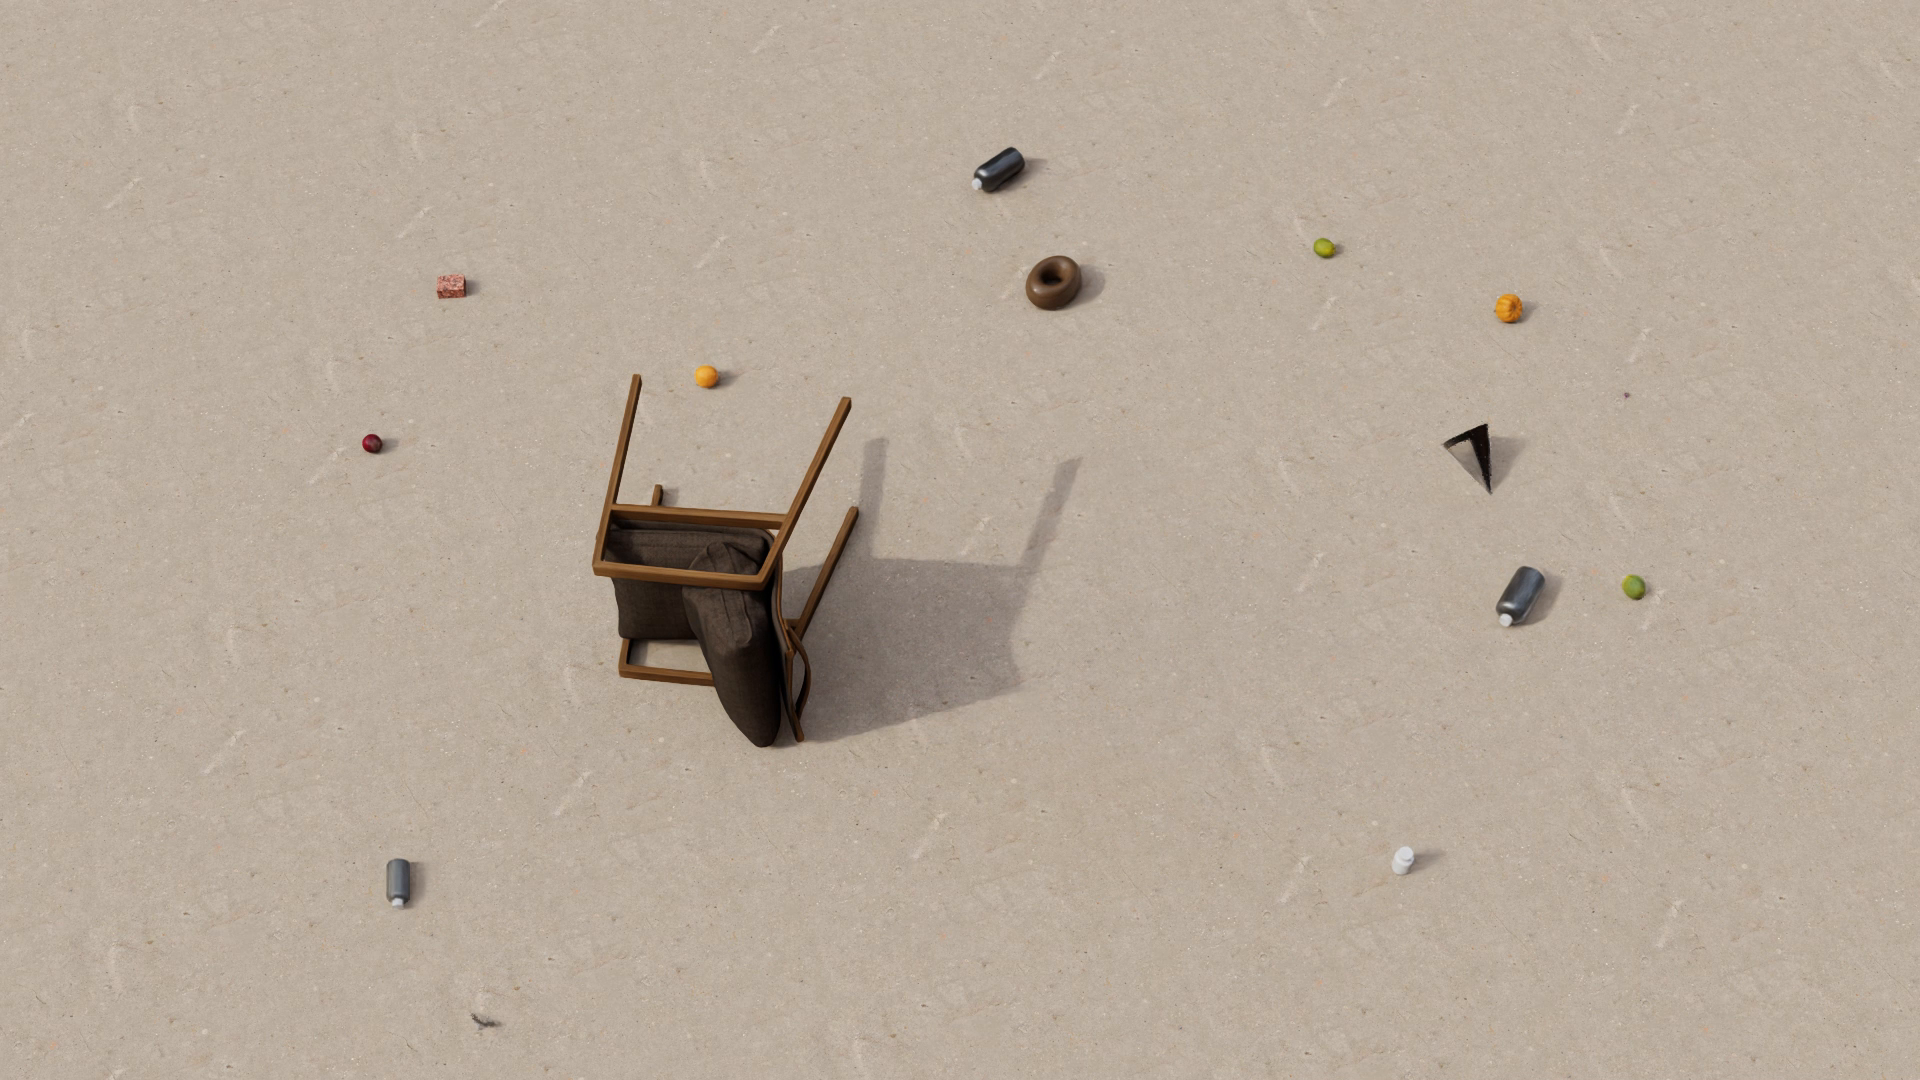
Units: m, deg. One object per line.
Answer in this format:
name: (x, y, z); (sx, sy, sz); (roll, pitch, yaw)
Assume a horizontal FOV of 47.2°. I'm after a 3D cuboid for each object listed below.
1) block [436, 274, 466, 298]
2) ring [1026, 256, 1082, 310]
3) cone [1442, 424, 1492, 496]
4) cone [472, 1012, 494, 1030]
block: (-1.641, -0.818, 7.098); (0.085, 0.040, 0.064); (-4, 56, -3)
ring: (0.301, -0.830, 7.076); (0.161, 0.094, 0.208); (35, 61, 19)
cone: (1.573, -0.228, 6.676); (0.120, 0.187, 0.204); (-17, 82, -30)
cone: (-1.246, 1.260, 5.715); (0.068, 0.057, 0.035); (25, 100, 31)
